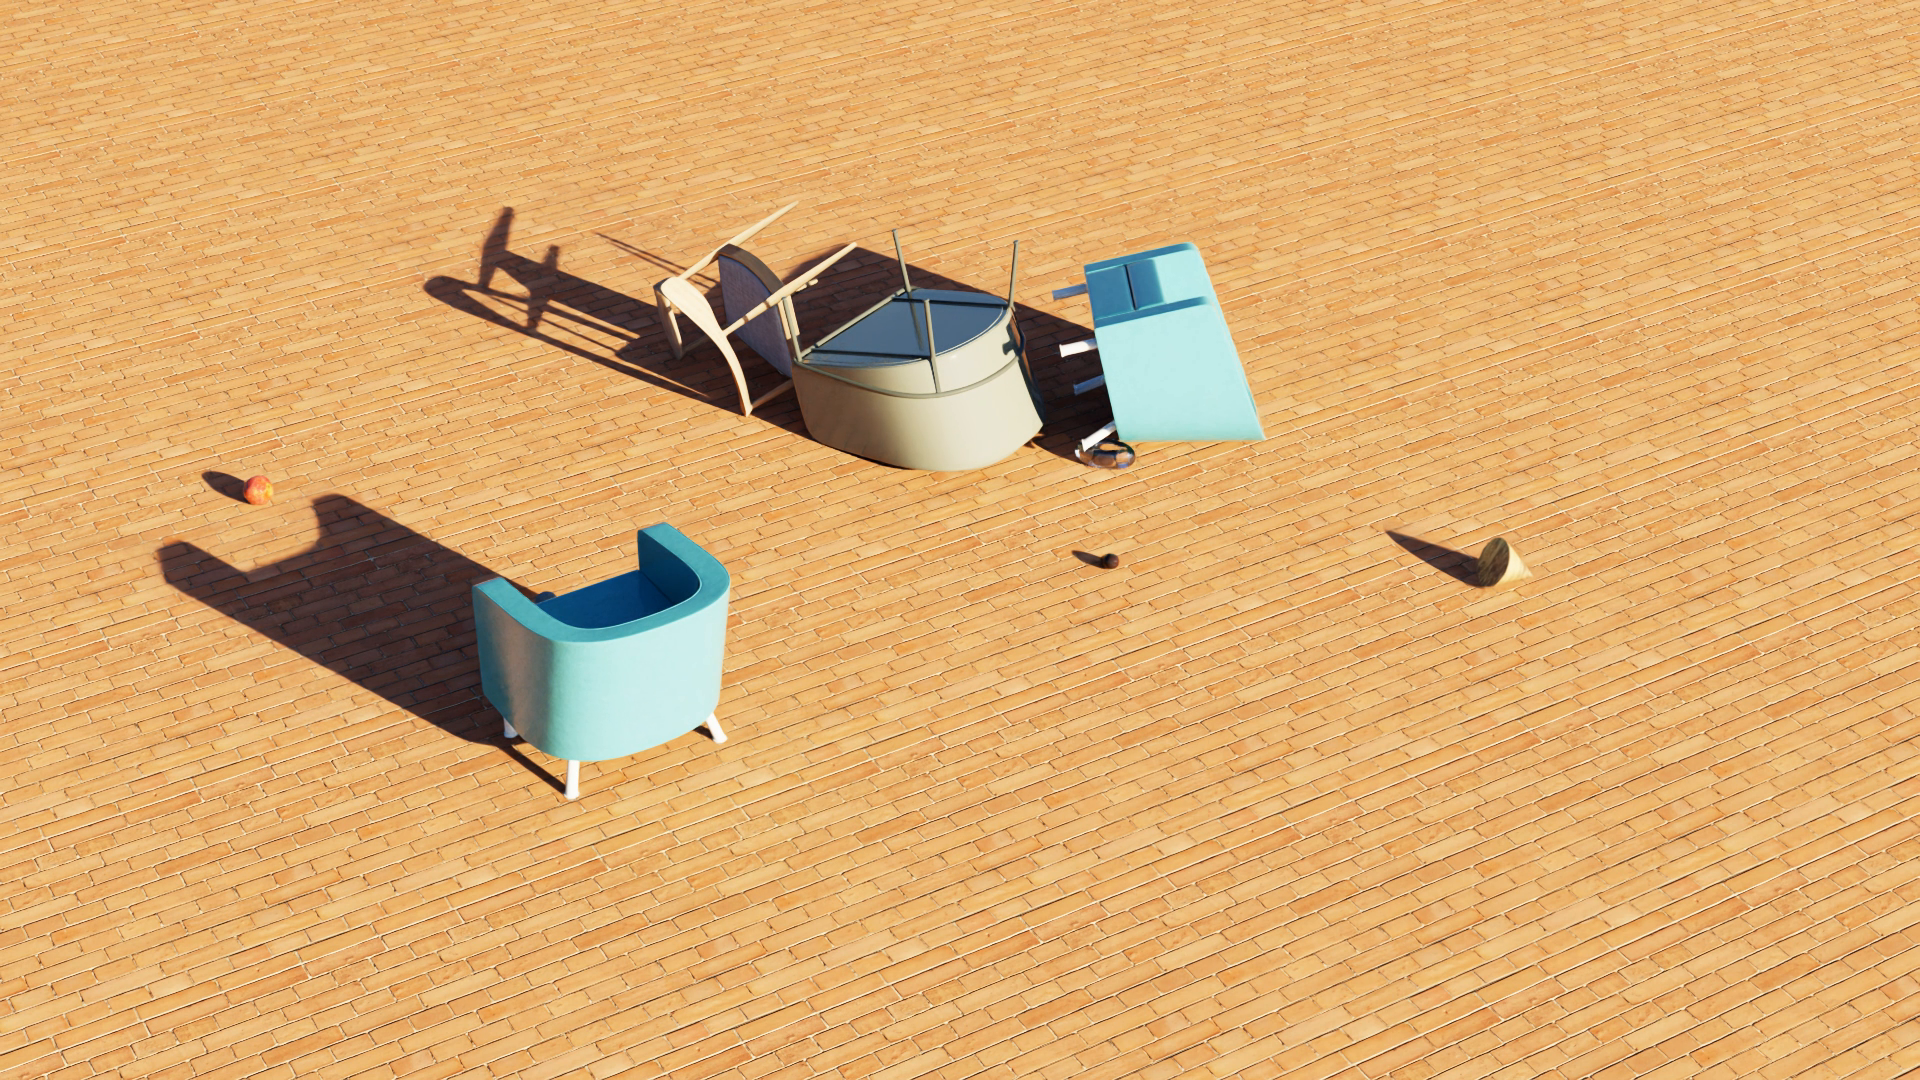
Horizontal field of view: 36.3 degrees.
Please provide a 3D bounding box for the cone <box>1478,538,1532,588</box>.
[{"bbox_3d":[2.021,0.106,10.707,0.184,0.186,0.192,17,37,-24],"label":"cone"}]

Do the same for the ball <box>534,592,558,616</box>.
[{"bbox_3d":[-1.483,0.227,10.521,0.087,0.087,0.087,0,33,0],"label":"ball"}]

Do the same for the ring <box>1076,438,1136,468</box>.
[{"bbox_3d":[0.565,-0.335,11.376,0.240,0.085,0.123,9,35,11],"label":"ring"}]
